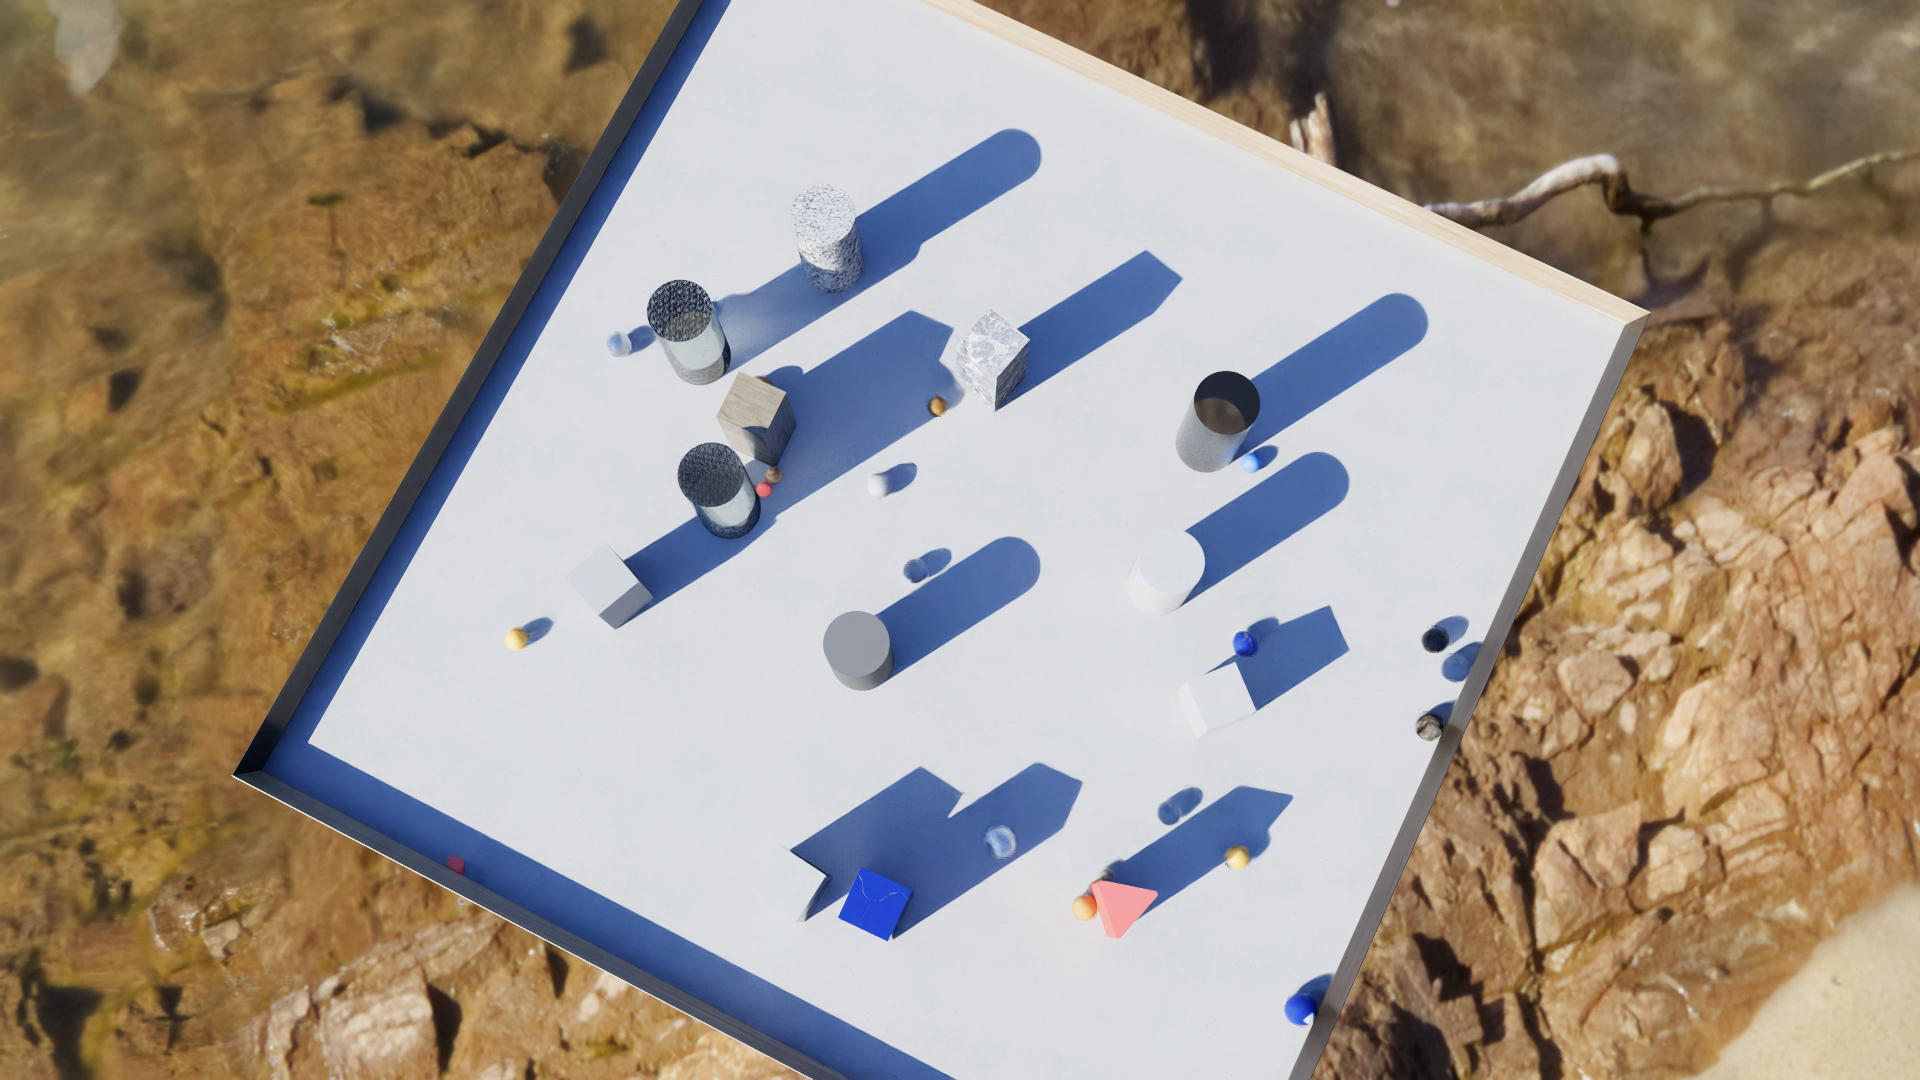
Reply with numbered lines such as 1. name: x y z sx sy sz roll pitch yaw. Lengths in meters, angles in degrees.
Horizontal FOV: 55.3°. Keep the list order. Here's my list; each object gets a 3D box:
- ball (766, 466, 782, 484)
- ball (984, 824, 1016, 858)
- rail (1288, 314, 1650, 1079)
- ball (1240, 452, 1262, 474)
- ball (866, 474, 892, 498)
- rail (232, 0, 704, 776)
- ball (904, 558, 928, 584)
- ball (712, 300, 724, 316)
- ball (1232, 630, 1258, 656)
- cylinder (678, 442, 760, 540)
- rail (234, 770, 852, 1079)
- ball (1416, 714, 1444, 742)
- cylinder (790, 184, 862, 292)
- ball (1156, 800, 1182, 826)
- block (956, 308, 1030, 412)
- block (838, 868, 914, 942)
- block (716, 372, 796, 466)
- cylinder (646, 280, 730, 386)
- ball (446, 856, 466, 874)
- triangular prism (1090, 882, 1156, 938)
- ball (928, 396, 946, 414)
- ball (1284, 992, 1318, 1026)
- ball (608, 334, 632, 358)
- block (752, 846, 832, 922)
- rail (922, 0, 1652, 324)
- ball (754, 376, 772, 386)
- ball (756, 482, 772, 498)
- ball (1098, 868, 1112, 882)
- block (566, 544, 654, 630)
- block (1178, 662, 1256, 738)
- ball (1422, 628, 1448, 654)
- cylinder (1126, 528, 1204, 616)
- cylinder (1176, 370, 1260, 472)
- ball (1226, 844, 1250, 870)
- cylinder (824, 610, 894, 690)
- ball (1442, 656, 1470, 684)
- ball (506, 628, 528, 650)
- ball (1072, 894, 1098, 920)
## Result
1. ball: -0.572 -0.201 5.631 0.053 0.053 0.053 0 78 0
2. ball: 0.118 0.884 5.385 0.095 0.095 0.095 0 78 0
3. rail: 1.396 0.690 5.410 0.045 0.124 3.170 26 80 5
4. ball: 0.894 -0.236 5.633 0.064 0.064 0.064 0 78 0
5. ball: -0.246 -0.166 5.611 0.078 0.078 0.078 0 78 0
6. rail: -1.396 -0.677 5.692 0.045 0.124 3.170 26 80 5
7. ball: -0.135 0.094 5.559 0.074 0.074 0.074 0 78 0
8. ball: -0.766 -0.724 5.738 0.055 0.055 0.055 0 78 0
9. ball: 0.858 0.310 5.513 0.078 0.078 0.078 0 78 0
10. cylinder: -0.707 -0.140 5.418 0.190 0.445 0.190 0 78 0
11. rail: -0.698 1.374 5.268 3.169 0.124 0.045 26 80 5
12. ball: 1.398 0.558 5.460 0.081 0.081 0.081 0 78 0
13. cylinder: -0.403 -0.915 5.590 0.190 0.421 0.190 0 78 0
14. ball: 0.617 0.806 5.413 0.072 0.072 0.072 0 78 0
15. block: 0.097 -0.539 5.538 0.152 0.371 0.152 39 81 7
16. block: -0.234 1.037 5.212 0.152 0.371 0.152 24 79 5
17. block: -0.607 -0.358 5.506 0.152 0.362 0.152 24 79 5
18. cylinder: -0.812 -0.619 5.520 0.190 0.440 0.190 0 78 0
19. ball: -1.482 0.959 5.389 0.056 0.056 0.056 0 78 0
20. triangular prism: 0.438 1.026 5.235 0.143 0.331 0.165 41 81 8
21. ball: -0.071 -0.417 5.673 0.058 0.058 0.058 0 78 0
22. ball: 0.982 1.355 5.288 0.094 0.094 0.094 0 78 0
23. ball: -1.060 -0.604 5.703 0.075 0.075 0.075 0 78 0
24. block: -0.480 0.991 5.266 0.152 0.285 0.152 32 80 6
25. rail: 0.698 -1.361 5.834 3.169 0.124 0.045 26 80 5
26. ball: -0.621 -0.465 5.668 0.087 0.087 0.087 0 78 0
27. ball: -0.601 -0.154 5.623 0.049 0.049 0.049 0 78 0
28. ball: 0.427 0.989 5.389 0.044 0.044 0.044 0 78 0
29. block: -1.038 0.140 5.447 0.152 0.275 0.152 -40 81 -8
30. block: 0.753 0.475 5.394 0.152 0.243 0.152 -21 79 -4
31. ball: 1.428 0.303 5.514 0.078 0.078 0.078 0 78 0
32. cylinder: 0.603 0.098 5.406 0.190 0.372 0.190 0 78 0
33. cylinder: 0.763 -0.346 5.456 0.190 0.454 0.190 0 78 0
34. ball: 0.818 0.931 5.388 0.071 0.071 0.071 0 78 0
35. cylinder: -0.295 0.328 5.380 0.190 0.330 0.190 0 78 0
36. ball: 1.486 0.387 5.494 0.084 0.084 0.084 0 78 0
37. ball: -1.335 0.297 5.522 0.065 0.065 0.065 0 78 0
38. ball: 0.364 1.074 5.356 0.076 0.076 0.076 0 78 0
